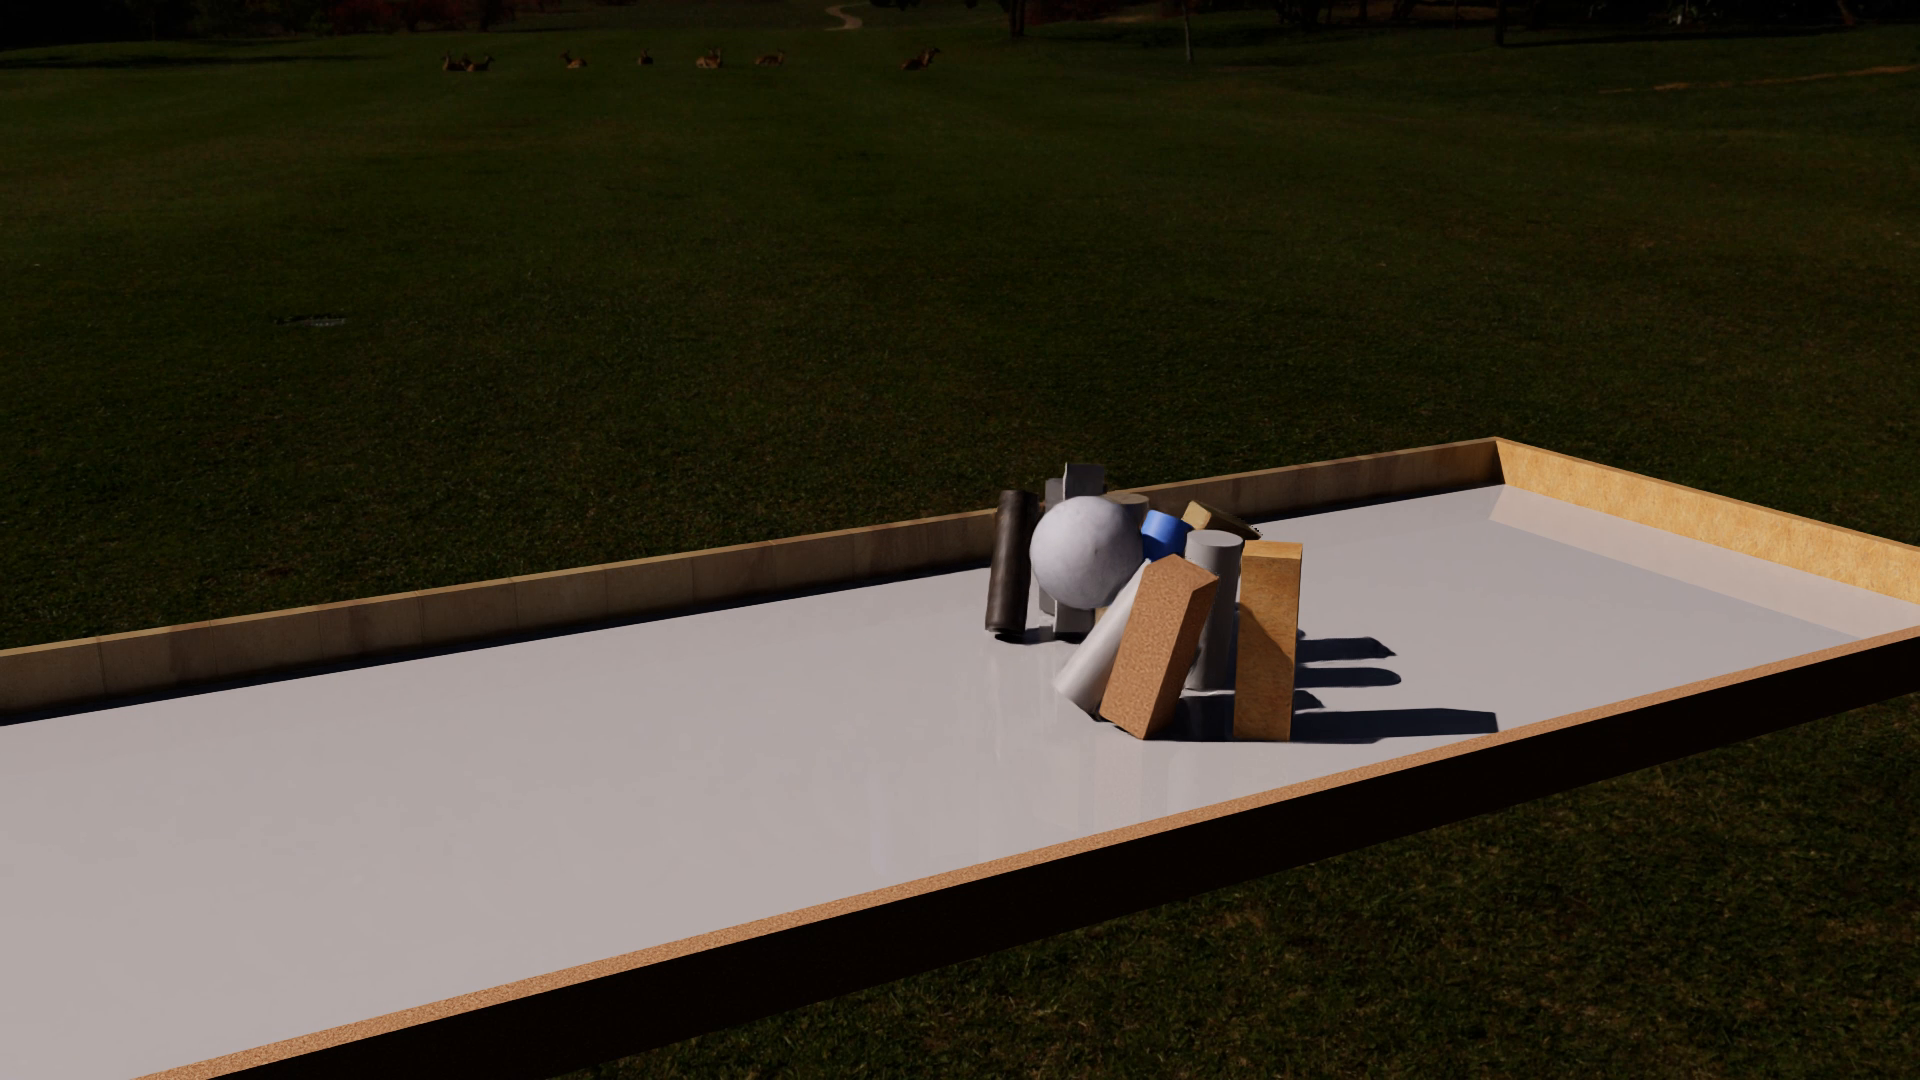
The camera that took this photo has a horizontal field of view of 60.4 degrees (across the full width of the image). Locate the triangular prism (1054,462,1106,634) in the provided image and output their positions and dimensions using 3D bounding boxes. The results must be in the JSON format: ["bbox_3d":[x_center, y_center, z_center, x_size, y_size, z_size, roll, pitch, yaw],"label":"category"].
[{"bbox_3d":[0.300,0.020,4.457,0.119,0.452,0.103,3,2,-23],"label":"triangular prism"}]

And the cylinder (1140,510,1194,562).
[{"bbox_3d":[0.462,0.129,4.196,0.121,0.398,0.121,23,-3,1],"label":"cylinder"}]

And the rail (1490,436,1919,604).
[{"bbox_3d":[2.466,-0.048,5.253,0.050,0.150,2.100,-9,18,-27],"label":"rail"}]

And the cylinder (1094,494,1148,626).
[{"bbox_3d":[0.429,0.079,4.388,0.136,0.388,0.136,0,14,0],"label":"cylinder"}]

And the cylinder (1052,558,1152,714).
[{"bbox_3d":[0.380,0.229,3.918,0.125,0.375,0.125,37,4,-3],"label":"cylinder"}]

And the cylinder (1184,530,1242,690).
[{"bbox_3d":[0.610,0.173,4.085,0.136,0.375,0.136,4,18,-1],"label":"cylinder"}]

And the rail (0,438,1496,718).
[{"bbox_3d":[-3.305,0.497,3.399,12.000,0.150,0.050,-9,18,-27],"label":"rail"}]

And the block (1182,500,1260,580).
[{"bbox_3d":[0.604,0.109,4.268,0.150,0.374,0.150,22,9,-18],"label":"block"}]

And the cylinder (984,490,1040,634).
[{"bbox_3d":[0.141,0.061,4.469,0.110,0.376,0.110,6,-11,1],"label":"cylinder"}]

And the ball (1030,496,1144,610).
[{"bbox_3d":[0.314,0.032,4.095,0.283,0.283,0.283,0,16,0],"label":"ball"}]

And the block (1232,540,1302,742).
[{"bbox_3d":[0.708,0.231,3.794,0.128,0.438,0.128,4,17,13],"label":"block"}]

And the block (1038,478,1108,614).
[{"bbox_3d":[0.314,0.019,4.612,0.120,0.373,0.120,-8,17,-38],"label":"block"}]

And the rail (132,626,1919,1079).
[{"bbox_3d":[-2.336,1.006,1.665,12.000,0.150,0.050,-9,18,-27],"label":"rail"}]

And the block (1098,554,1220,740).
[{"bbox_3d":[0.454,0.245,3.780,0.127,0.398,0.127,30,29,28],"label":"block"}]
